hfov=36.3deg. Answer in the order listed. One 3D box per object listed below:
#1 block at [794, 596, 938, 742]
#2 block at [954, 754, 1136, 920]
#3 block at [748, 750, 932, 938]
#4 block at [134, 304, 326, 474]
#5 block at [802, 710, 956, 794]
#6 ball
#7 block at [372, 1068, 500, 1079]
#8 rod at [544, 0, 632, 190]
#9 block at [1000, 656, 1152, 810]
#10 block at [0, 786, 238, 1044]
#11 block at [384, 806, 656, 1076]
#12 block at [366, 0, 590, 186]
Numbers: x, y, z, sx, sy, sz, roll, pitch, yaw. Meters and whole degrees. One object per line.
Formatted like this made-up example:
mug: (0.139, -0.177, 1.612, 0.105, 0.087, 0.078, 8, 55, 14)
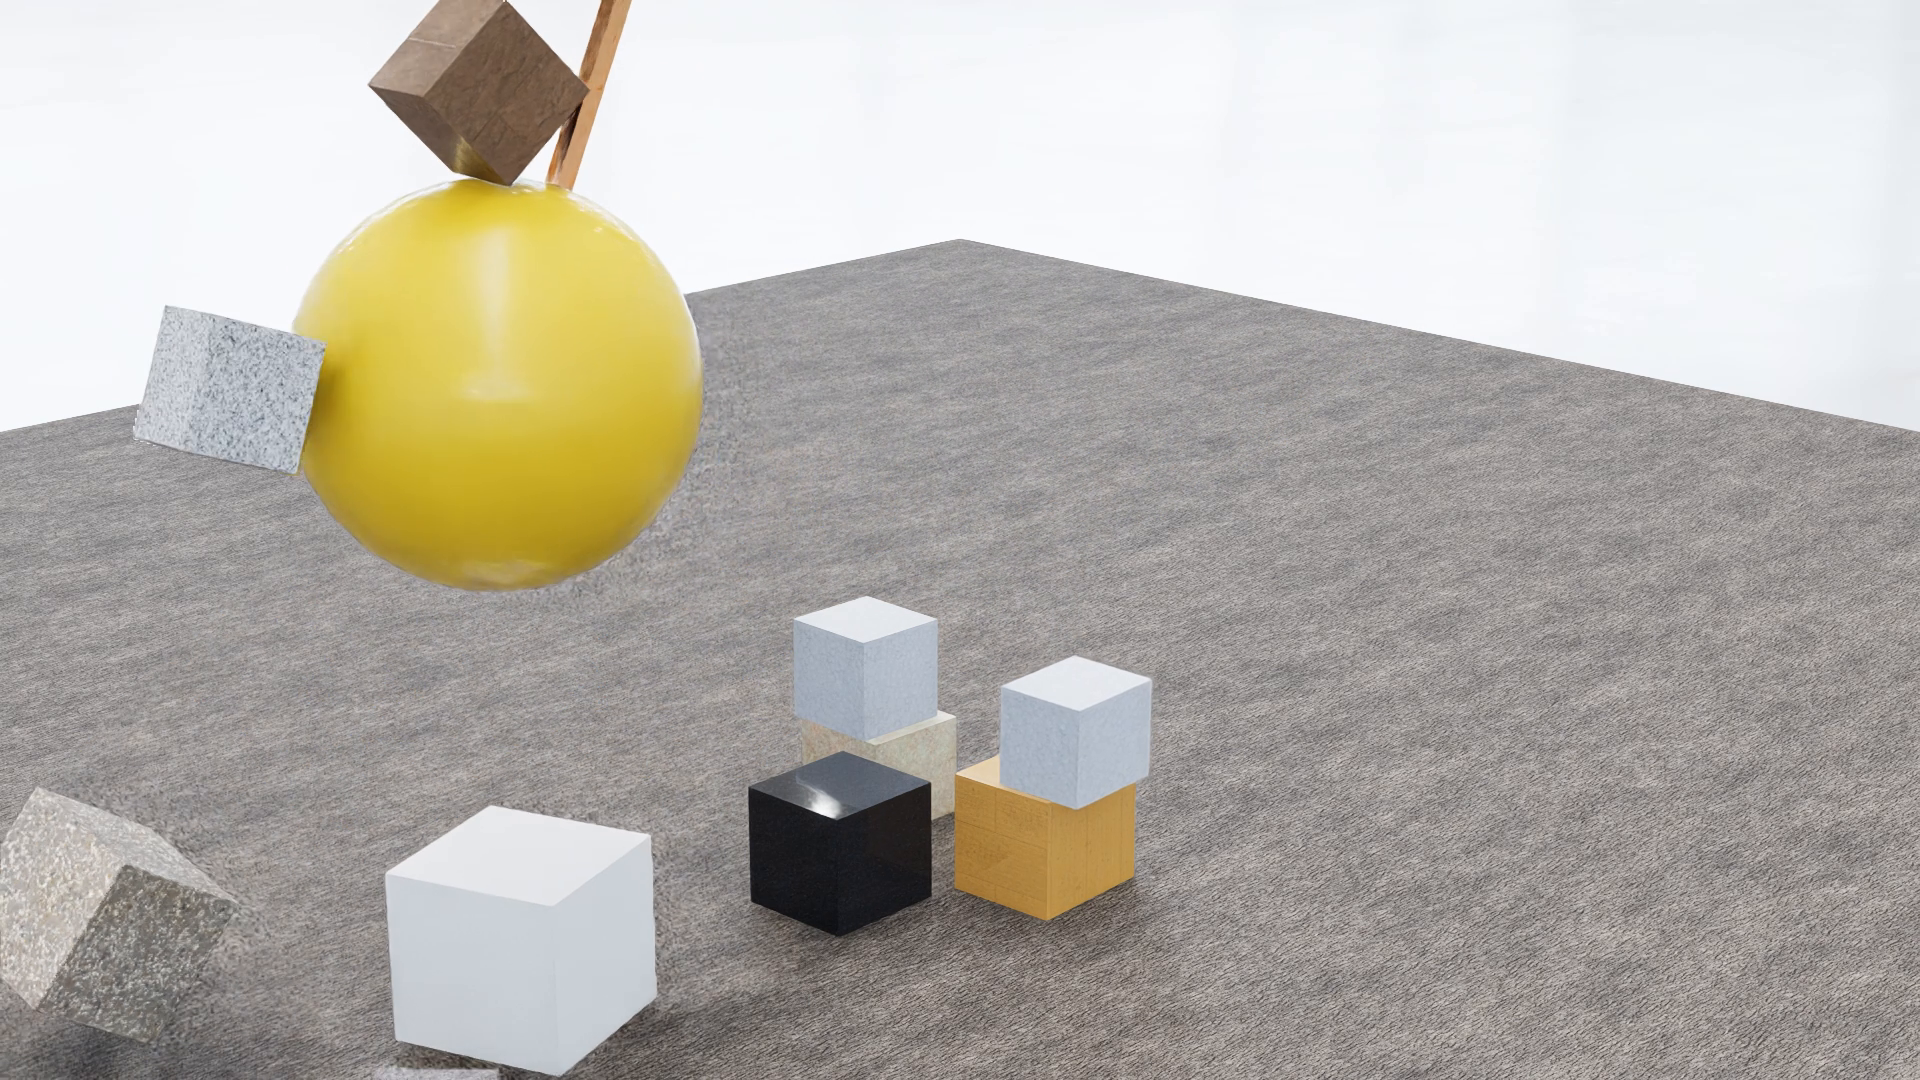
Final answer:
block: (-0.449, 0.608, 13.976, 0.480, 0.490, 0.488, -17, 24, -42)
block: (0.386, 1.296, 13.291, 0.538, 0.558, 0.630, 14, 23, 39)
block: (-0.534, 1.351, 13.120, 0.559, 0.555, 0.593, 16, 23, 40)
block: (-2.614, -0.540, 10.503, 0.449, 0.487, 0.396, 13, 0, -41)
block: (-0.386, 1.079, 14.104, 0.529, 0.485, 0.515, -17, 24, -42)
ball: (-1.785, -0.596, 11.283, 1.600, 1.600, 1.600, 0, 17, 0)
block: (-1.924, 2.201, 10.661, 0.450, 0.408, 0.400, 0, 17, 2)
rod: (-0.774, -3.842, 11.323, 0.080, 5.200, 0.080, 17, -1, 42)
block: (0.513, 0.849, 13.006, 0.438, 0.462, 0.520, 16, 23, 38)
block: (-3.443, 1.495, 11.676, 0.679, 0.649, 0.624, 29, -3, 38)
block: (-1.779, 1.620, 11.965, 0.776, 0.735, 0.768, 8, 19, 23)
block: (-1.798, -1.689, 10.950, 0.472, 0.489, 0.482, 20, 68, 51)
